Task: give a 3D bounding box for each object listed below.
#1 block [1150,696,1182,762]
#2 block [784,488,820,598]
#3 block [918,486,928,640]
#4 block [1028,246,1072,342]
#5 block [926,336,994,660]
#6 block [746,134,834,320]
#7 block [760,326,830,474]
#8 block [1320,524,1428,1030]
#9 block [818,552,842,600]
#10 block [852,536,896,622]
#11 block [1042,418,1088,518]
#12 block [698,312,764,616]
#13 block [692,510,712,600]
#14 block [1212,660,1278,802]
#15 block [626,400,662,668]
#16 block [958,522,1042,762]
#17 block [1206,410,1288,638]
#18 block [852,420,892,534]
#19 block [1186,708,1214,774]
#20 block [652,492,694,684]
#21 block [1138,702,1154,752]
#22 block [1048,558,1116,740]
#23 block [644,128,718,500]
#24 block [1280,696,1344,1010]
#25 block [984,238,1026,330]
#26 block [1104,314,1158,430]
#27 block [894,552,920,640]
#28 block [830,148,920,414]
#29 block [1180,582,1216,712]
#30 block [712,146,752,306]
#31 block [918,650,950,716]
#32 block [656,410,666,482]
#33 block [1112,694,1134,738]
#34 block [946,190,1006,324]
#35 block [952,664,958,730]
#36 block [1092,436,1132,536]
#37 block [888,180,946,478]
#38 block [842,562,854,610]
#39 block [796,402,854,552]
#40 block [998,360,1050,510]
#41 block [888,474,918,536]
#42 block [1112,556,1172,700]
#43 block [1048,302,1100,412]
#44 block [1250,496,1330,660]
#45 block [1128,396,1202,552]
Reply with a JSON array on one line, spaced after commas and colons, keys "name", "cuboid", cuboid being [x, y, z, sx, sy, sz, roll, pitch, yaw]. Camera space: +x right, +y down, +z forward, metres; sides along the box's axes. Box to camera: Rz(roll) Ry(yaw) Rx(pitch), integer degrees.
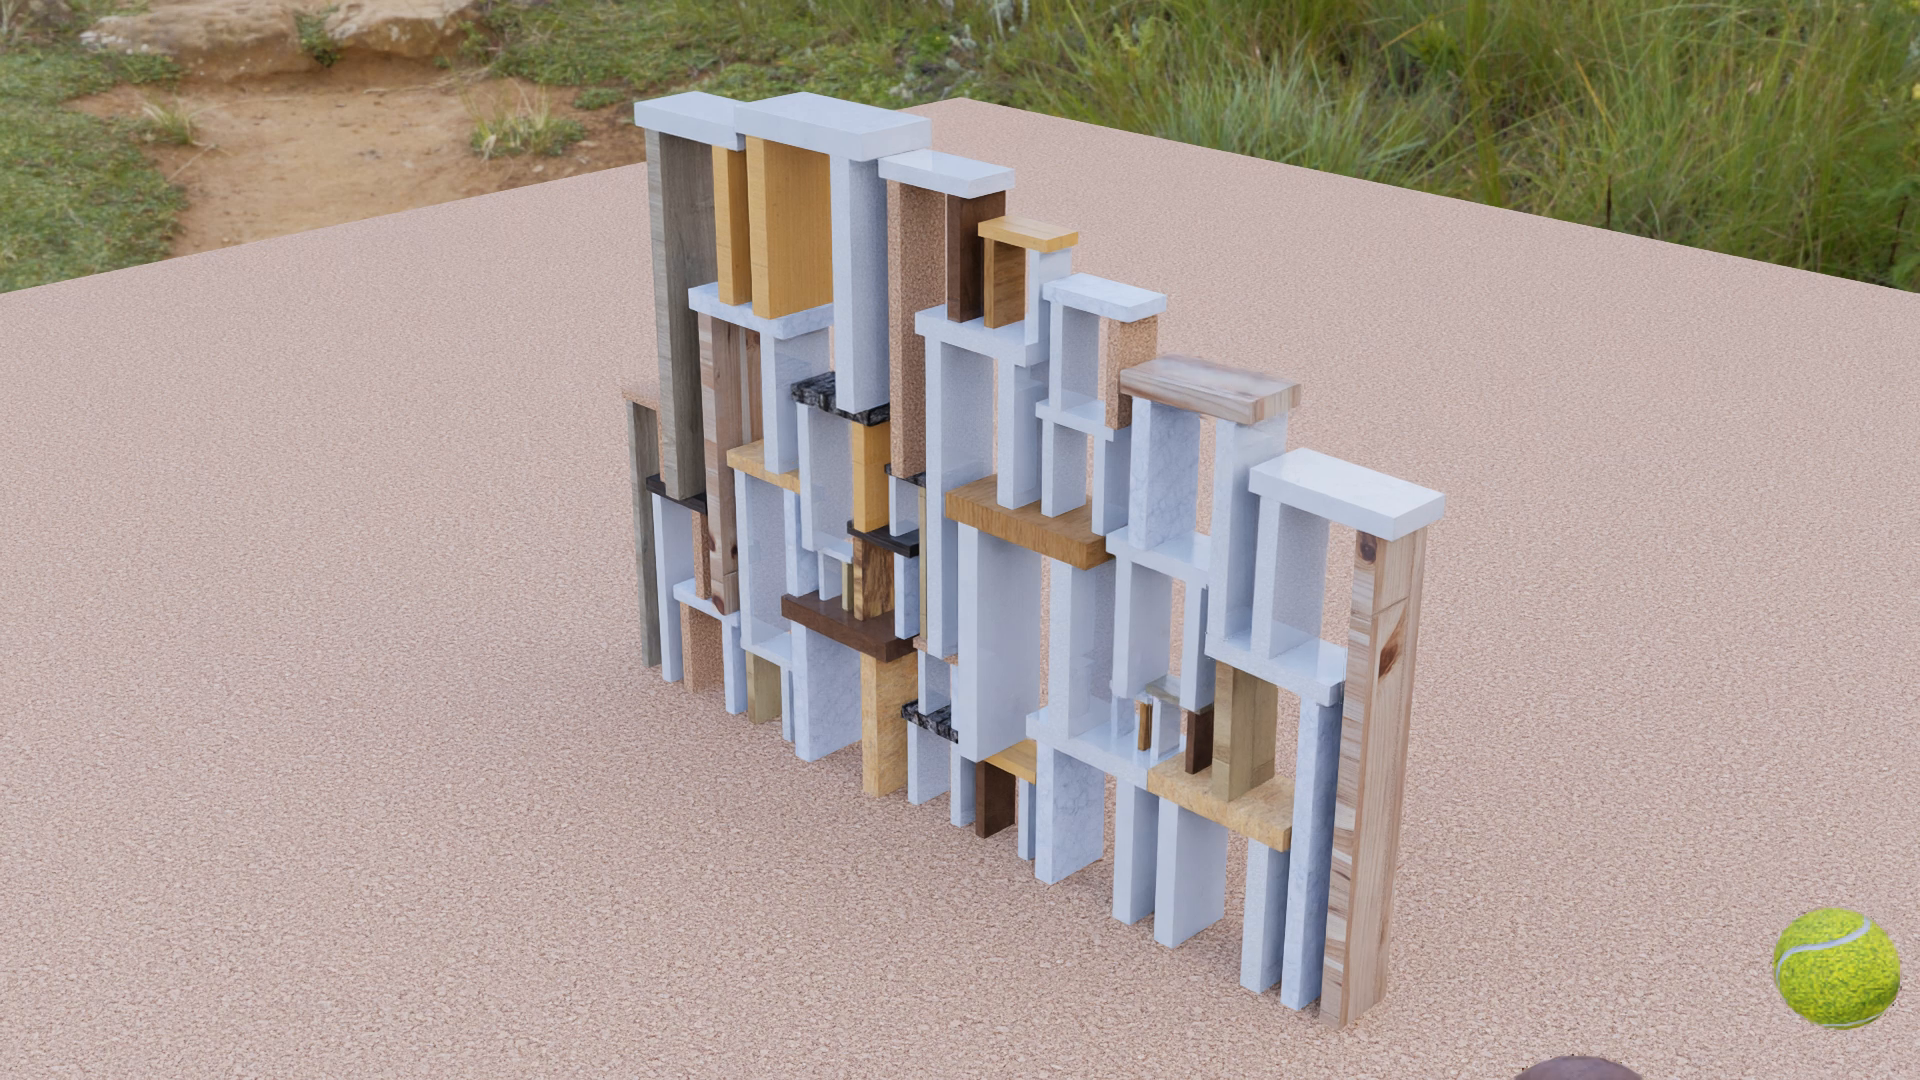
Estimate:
[{"name": "block", "cuboid": [0.371, 0.330, 3.954, 0.017, 0.126, 0.061, 22, 31, 40]}, {"name": "block", "cuboid": [-0.306, -0.010, 4.555, 0.033, 0.235, 0.117, 21, 31, 41]}, {"name": "block", "cuboid": [-0.050, 0.038, 4.303, 0.018, 0.322, 0.063, 21, 31, 41]}, {"name": "block", "cuboid": [0.158, -0.438, 3.873, 0.082, 0.165, 0.023, -21, 31, -41]}, {"name": "block", "cuboid": [0.000, -0.090, 4.192, 0.040, 0.646, 0.140, 21, 31, 41]}, {"name": "block", "cuboid": [-0.327, -0.627, 4.308, 0.051, 0.358, 0.179, 21, 31, 41]}, {"name": "block", "cuboid": [-0.331, -0.293, 4.460, 0.042, 0.293, 0.147, 21, 31, 40]}, {"name": "block", "cuboid": [0.684, 0.394, 3.653, 0.040, 0.921, 0.140, 21, 31, 41]}, {"name": "block", "cuboid": [-0.266, 0.067, 4.537, 0.053, 0.106, 0.015, -21, 30, -40]}, {"name": "block", "cuboid": [-0.173, 0.065, 4.447, 0.026, 0.181, 0.090, 21, 31, 41]}, {"name": "block", "cuboid": [0.189, -0.140, 3.964, 0.026, 0.183, 0.091, 21, 31, 40]}, {"name": "block", "cuboid": [-0.469, -0.172, 4.662, 0.147, 0.674, 0.042, -21, 31, -41]}, {"name": "block", "cuboid": [-0.533, 0.019, 4.810, 0.029, 0.207, 0.103, 21, 31, 41]}, {"name": "block", "cuboid": [0.495, 0.312, 3.813, 0.037, 0.261, 0.130, 20, 30, 41]}, {"name": "block", "cuboid": [-0.696, -0.019, 4.973, 0.023, 0.650, 0.081, 21, 31, 41]}, {"name": "block", "cuboid": [0.076, 0.173, 4.211, 0.050, 0.489, 0.175, 21, 31, 41]}, {"name": "block", "cuboid": [0.482, -0.035, 3.687, 0.137, 0.386, 0.039, -20, 30, -39]}, {"name": "block", "cuboid": [-0.158, -0.139, 4.337, 0.032, 0.229, 0.114, 22, 31, 40]}, {"name": "block", "cuboid": [0.428, 0.350, 3.901, 0.017, 0.122, 0.061, 21, 31, 40]}, {"name": "block", "cuboid": [-0.630, 0.096, 4.949, 0.029, 0.458, 0.103, 21, 31, 41]}, {"name": "block", "cuboid": [0.346, 0.332, 3.988, 0.014, 0.095, 0.048, 24, 33, 39]}, {"name": "block", "cuboid": [0.242, 0.175, 4.032, 0.050, 0.351, 0.175, 21, 31, 41]}, {"name": "block", "cuboid": [-0.562, -0.480, 4.622, 0.045, 0.798, 0.160, 22, 31, 40]}, {"name": "block", "cuboid": [0.620, 0.519, 3.765, 0.131, 0.604, 0.037, -21, 31, -41]}, {"name": "block", "cuboid": [0.080, -0.468, 3.944, 0.082, 0.165, 0.023, -21, 31, -41]}, {"name": "block", "cuboid": [0.295, -0.296, 3.780, 0.098, 0.196, 0.028, -21, 31, -40]}, {"name": "block", "cuboid": [-0.088, 0.099, 4.368, 0.026, 0.181, 0.090, 21, 31, 41]}, {"name": "block", "cuboid": [-0.158, -0.500, 4.180, 0.051, 0.494, 0.179, 21, 31, 40]}, {"name": "block", "cuboid": [0.438, 0.169, 3.825, 0.034, 0.238, 0.119, 21, 31, 39]}, {"name": "block", "cuboid": [-0.412, -0.641, 4.391, 0.045, 0.320, 0.160, 22, 31, 40]}, {"name": "block", "cuboid": [-0.051, 0.273, 4.392, 0.020, 0.140, 0.070, 21, 31, 41]}, {"name": "block", "cuboid": [-0.619, -0.213, 4.806, 0.081, 0.163, 0.023, -22, 31, -40]}, {"name": "block", "cuboid": [0.300, 0.312, 4.035, 0.048, 0.095, 0.014, -20, 28, -38]}, {"name": "block", "cuboid": [0.029, -0.519, 3.977, 0.117, 0.233, 0.033, -22, 31, -41]}, {"name": "block", "cuboid": [0.015, 0.299, 4.331, 0.020, 0.140, 0.070, 21, 31, 41]}, {"name": "block", "cuboid": [0.275, -0.107, 3.885, 0.026, 0.183, 0.091, 21, 31, 40]}, {"name": "block", "cuboid": [-0.080, -0.404, 4.146, 0.033, 0.578, 0.117, 21, 31, 40]}, {"name": "block", "cuboid": [-0.215, 0.087, 4.491, 0.053, 0.106, 0.015, -20, 32, -39]}, {"name": "block", "cuboid": [-0.271, -0.141, 4.452, 0.032, 0.314, 0.114, 21, 31, 41]}, {"name": "block", "cuboid": [0.131, -0.208, 3.999, 0.040, 0.279, 0.140, 21, 31, 41]}, {"name": "block", "cuboid": [-0.110, -0.075, 4.319, 0.063, 0.126, 0.018, -21, 31, -41]}, {"name": "block", "cuboid": [0.328, 0.140, 3.935, 0.034, 0.272, 0.119, 21, 31, 40]}, {"name": "block", "cuboid": [0.201, -0.332, 3.865, 0.028, 0.196, 0.098, 21, 31, 40]}, {"name": "block", "cuboid": [0.550, 0.045, 3.648, 0.140, 0.280, 0.040, -20, 30, -40]}, {"name": "block", "cuboid": [0.353, -0.131, 3.788, 0.137, 0.274, 0.039, -21, 31, -40]}]
